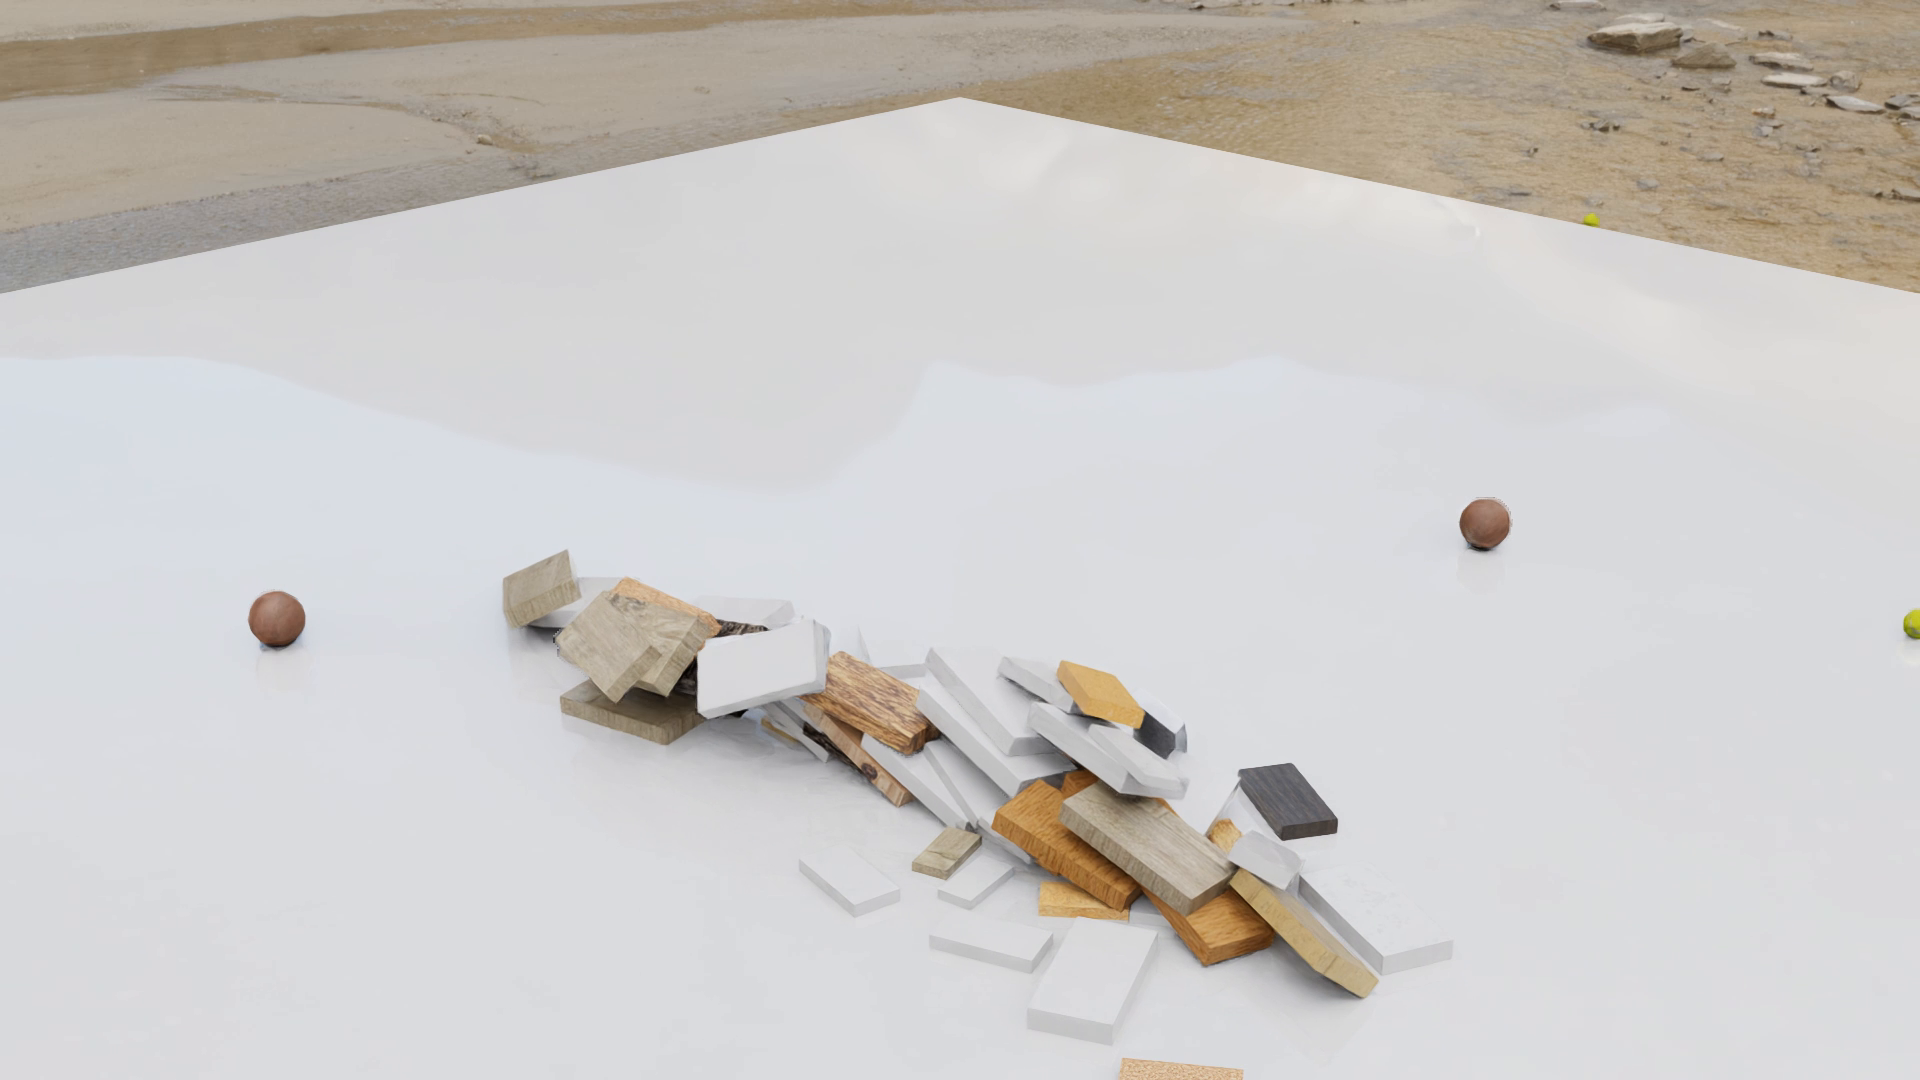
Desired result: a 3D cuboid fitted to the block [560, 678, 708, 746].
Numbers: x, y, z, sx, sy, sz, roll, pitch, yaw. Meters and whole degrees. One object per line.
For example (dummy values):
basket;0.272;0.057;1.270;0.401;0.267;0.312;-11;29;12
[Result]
block;-0.718;0.368;4.839;0.294;0.042;0.147;14;27;29

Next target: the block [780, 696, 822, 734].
block;-0.330;0.323;4.694;0.216;0.031;0.108;36;38;28

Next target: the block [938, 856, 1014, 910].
block;0.031;0.653;4.195;0.075;0.021;0.149;15;27;31

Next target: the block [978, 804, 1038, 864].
block;0.111;0.570;4.272;0.072;0.020;0.143;-20;42;-39

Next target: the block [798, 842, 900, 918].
block;-0.212;0.648;4.197;0.101;0.029;0.202;-15;27;-32

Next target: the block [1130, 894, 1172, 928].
block;0.372;0.671;4.148;0.084;0.024;0.167;4;23;10

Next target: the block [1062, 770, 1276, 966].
block;0.386;0.597;4.129;0.152;0.043;0.494;-9;39;-30

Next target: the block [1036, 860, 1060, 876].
block;0.158;0.596;4.282;0.143;0.020;0.072;31;37;31

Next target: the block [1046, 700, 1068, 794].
block;0.153;0.420;4.544;0.158;0.045;0.496;15;25;-21

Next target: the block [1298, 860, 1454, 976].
block;0.766;0.696;4.068;0.147;0.042;0.294;-9;25;-20

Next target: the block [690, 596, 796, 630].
block;-0.546;0.186;5.167;0.294;0.042;0.147;2;25;38

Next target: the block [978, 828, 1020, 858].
block;0.109;0.588;4.348;0.072;0.020;0.143;-20;30;-39

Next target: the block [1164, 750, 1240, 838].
block;0.435;0.528;4.342;0.147;0.042;0.294;22;32;16

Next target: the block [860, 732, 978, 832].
block;-0.043;0.470;4.476;0.153;0.043;0.306;-21;49;-42

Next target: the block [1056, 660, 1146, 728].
block;0.275;0.303;4.339;0.118;0.034;0.237;17;11;-15

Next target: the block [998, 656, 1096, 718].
block;0.195;0.297;4.434;0.118;0.034;0.237;11;11;-39

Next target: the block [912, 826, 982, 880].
block;-0.025;0.611;4.293;0.075;0.021;0.149;12;26;25

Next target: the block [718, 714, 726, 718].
block;-0.571;0.318;4.920;0.220;0.031;0.110;21;53;40

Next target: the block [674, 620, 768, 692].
block;-0.567;0.247;4.776;0.327;0.046;0.163;6;50;41

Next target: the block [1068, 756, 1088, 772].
block;0.299;0.477;4.474;0.158;0.045;0.317;32;19;-14

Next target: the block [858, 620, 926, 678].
block;-0.161;0.256;5.115;0.118;0.034;0.237;-4;23;-10

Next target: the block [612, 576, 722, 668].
block;-0.689;0.198;4.838;0.349;0.049;0.175;19;62;48

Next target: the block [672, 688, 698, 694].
block;-0.664;0.248;4.934;0.442;0.046;0.163;8;49;43

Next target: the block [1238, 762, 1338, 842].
block;0.664;0.530;4.468;0.119;0.034;0.238;-6;24;-13

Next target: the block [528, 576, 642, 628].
block;-0.886;0.146;5.181;0.163;0.046;0.327;-33;18;-32

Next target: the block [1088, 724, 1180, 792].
block;0.324;0.407;4.127;0.075;0.021;0.241;14;12;-26

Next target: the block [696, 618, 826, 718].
block;-0.409;0.264;4.506;0.276;0.039;0.138;-16;61;21

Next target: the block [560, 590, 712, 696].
block;-0.702;0.219;4.736;0.349;0.049;0.175;12;62;45

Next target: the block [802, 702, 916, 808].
block;-0.169;0.414;4.578;0.153;0.043;0.306;-22;55;-42

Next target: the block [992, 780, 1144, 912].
block;0.227;0.578;4.178;0.303;0.043;0.152;31;35;24

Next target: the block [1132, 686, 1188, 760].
block;0.410;0.392;4.527;0.119;0.239;0.034;38;75;21

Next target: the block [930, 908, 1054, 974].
block;0.057;0.729;4.006;0.202;0.029;0.101;10;25;23

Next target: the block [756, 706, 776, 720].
block;-0.426;0.340;4.763;0.115;0.016;0.058;32;38;8

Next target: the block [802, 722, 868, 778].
block;-0.215;0.429;4.636;0.216;0.031;0.108;31;36;26

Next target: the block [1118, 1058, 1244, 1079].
block;0.361;0.900;3.603;0.202;0.029;0.101;4;23;8

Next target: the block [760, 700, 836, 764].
block;-0.322;0.382;4.720;0.216;0.031;0.108;39;40;24

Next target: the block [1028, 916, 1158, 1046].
block;0.237;0.774;3.881;0.152;0.043;0.303;8;24;18

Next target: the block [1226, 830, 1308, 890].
block;0.577;0.598;4.122;0.119;0.034;0.270;28;5;14

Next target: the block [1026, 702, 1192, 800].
block;0.283;0.406;4.243;0.161;0.046;0.321;11;13;-36

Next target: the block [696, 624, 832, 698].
block;-0.408;0.260;4.575;0.276;0.039;0.138;-8;57;21

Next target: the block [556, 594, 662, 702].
block;-0.753;0.229;4.697;0.138;0.039;0.276;-47;39;-6

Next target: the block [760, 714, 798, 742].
block;-0.376;0.404;4.787;0.058;0.016;0.115;-20;30;-38

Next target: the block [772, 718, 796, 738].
block;-0.343;0.405;4.741;0.115;0.016;0.058;25;34;27

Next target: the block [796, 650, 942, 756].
block;-0.179;0.334;4.548;0.306;0.043;0.153;25;33;29

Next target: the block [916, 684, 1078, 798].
block;0.072;0.396;4.413;0.161;0.046;0.321;-6;36;-43

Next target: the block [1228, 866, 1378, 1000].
block;0.614;0.701;3.944;0.147;0.042;0.294;34;5;-32

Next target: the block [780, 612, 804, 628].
block;-0.471;0.245;5.130;0.147;0.042;0.294;4;23;9

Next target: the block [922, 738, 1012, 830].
block;0.022;0.484;4.419;0.099;0.028;0.227;-8;41;-30

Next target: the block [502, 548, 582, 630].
block;-1.004;0.115;5.271;0.175;0.049;0.349;-25;16;-6

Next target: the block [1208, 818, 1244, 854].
block;0.520;0.610;4.286;0.099;0.028;0.199;-7;24;-16

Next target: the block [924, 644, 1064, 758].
block;0.080;0.321;4.461;0.161;0.046;0.321;-1;32;-37

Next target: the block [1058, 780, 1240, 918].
block;0.353;0.562;4.088;0.317;0.045;0.158;35;39;30

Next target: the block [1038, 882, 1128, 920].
block;0.234;0.678;4.132;0.167;0.024;0.084;2;23;5

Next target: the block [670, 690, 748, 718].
block;-0.538;0.316;4.859;0.220;0.031;0.110;16;51;36
